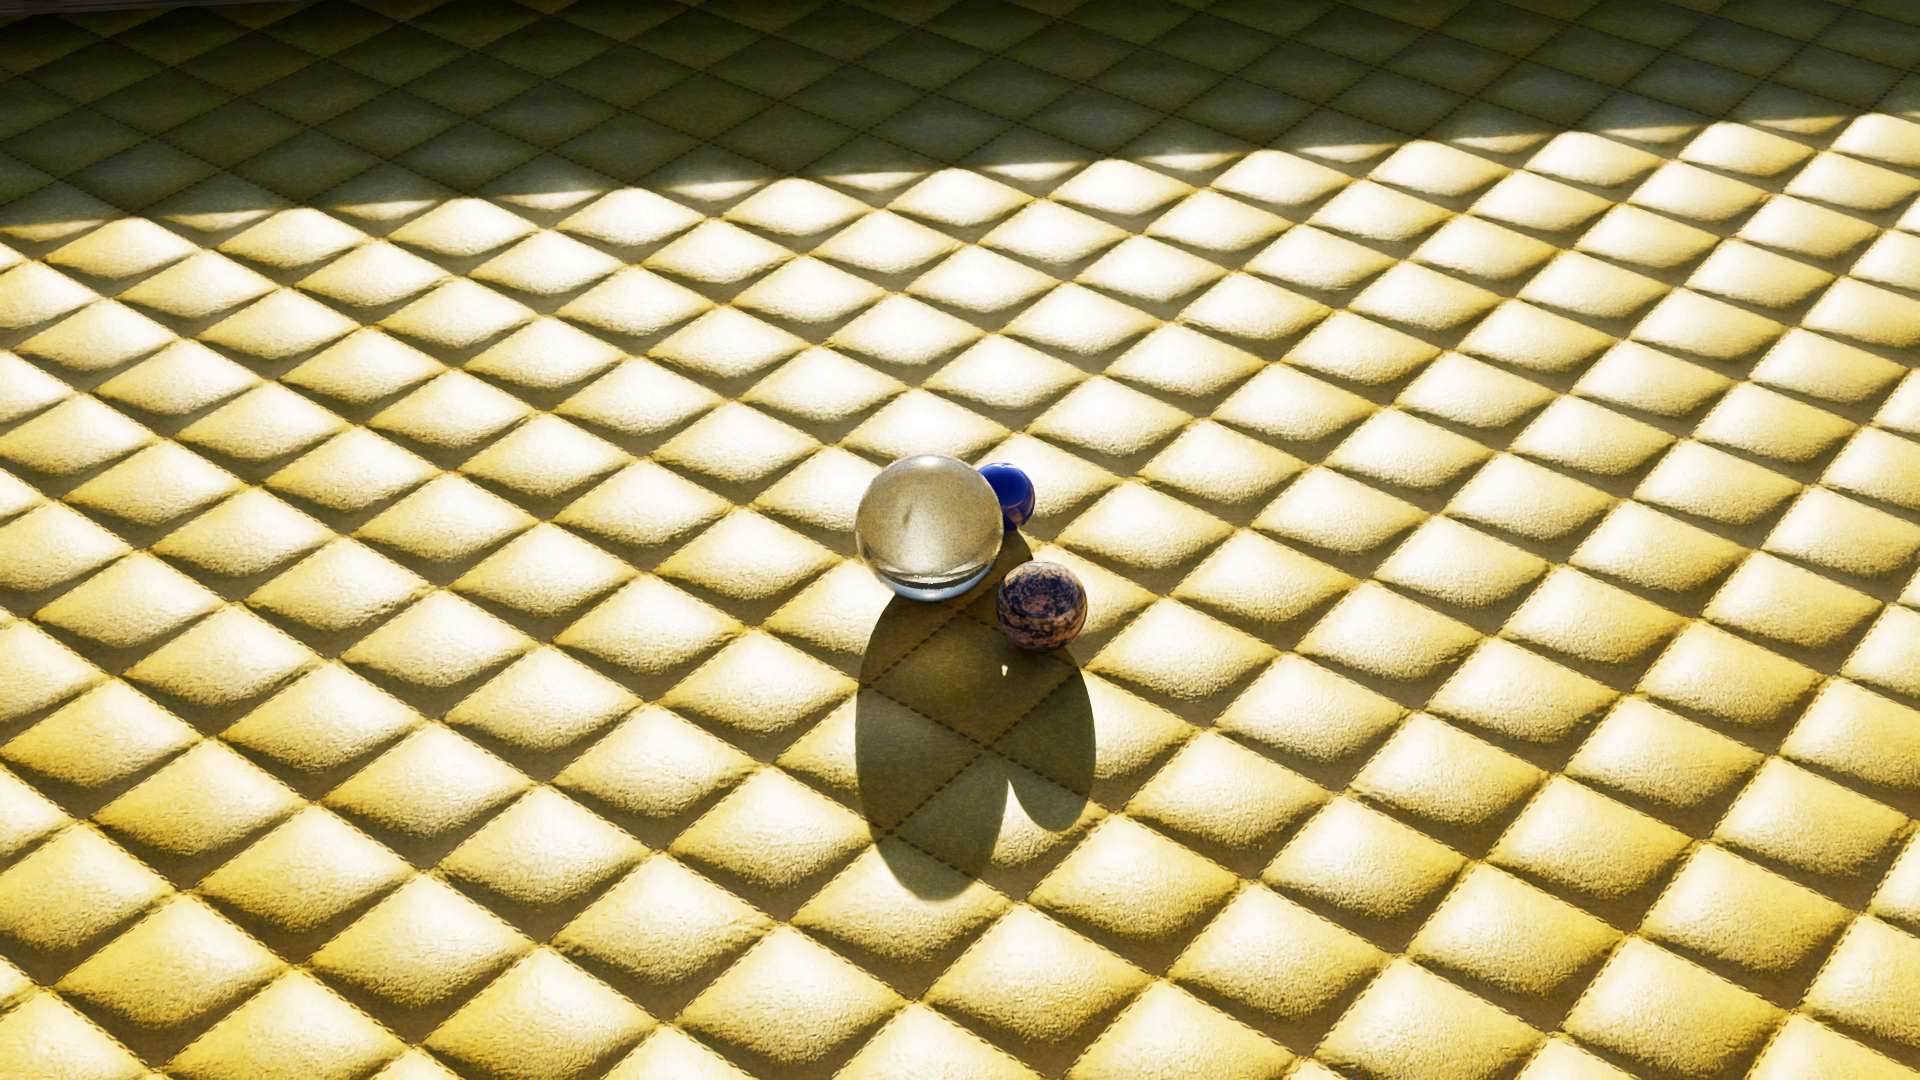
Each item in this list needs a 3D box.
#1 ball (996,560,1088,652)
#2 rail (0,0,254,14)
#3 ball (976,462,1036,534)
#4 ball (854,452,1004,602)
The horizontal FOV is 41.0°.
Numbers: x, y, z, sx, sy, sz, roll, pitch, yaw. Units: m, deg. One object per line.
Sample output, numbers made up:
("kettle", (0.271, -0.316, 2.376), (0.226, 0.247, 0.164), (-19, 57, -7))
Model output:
("ball", (0.048, 0.039, 1.513), (0.055, 0.055, 0.055), (0, 37, 0))
("rail", (0.758, -0.611, 2.329), (3.495, 0.126, 0.045), (-4, 37, -6))
("ball", (0.025, -0.026, 1.608), (0.046, 0.046, 0.046), (0, 37, 0))
("ball", (-0.018, -0.007, 1.546), (0.090, 0.090, 0.090), (0, 37, 0))
